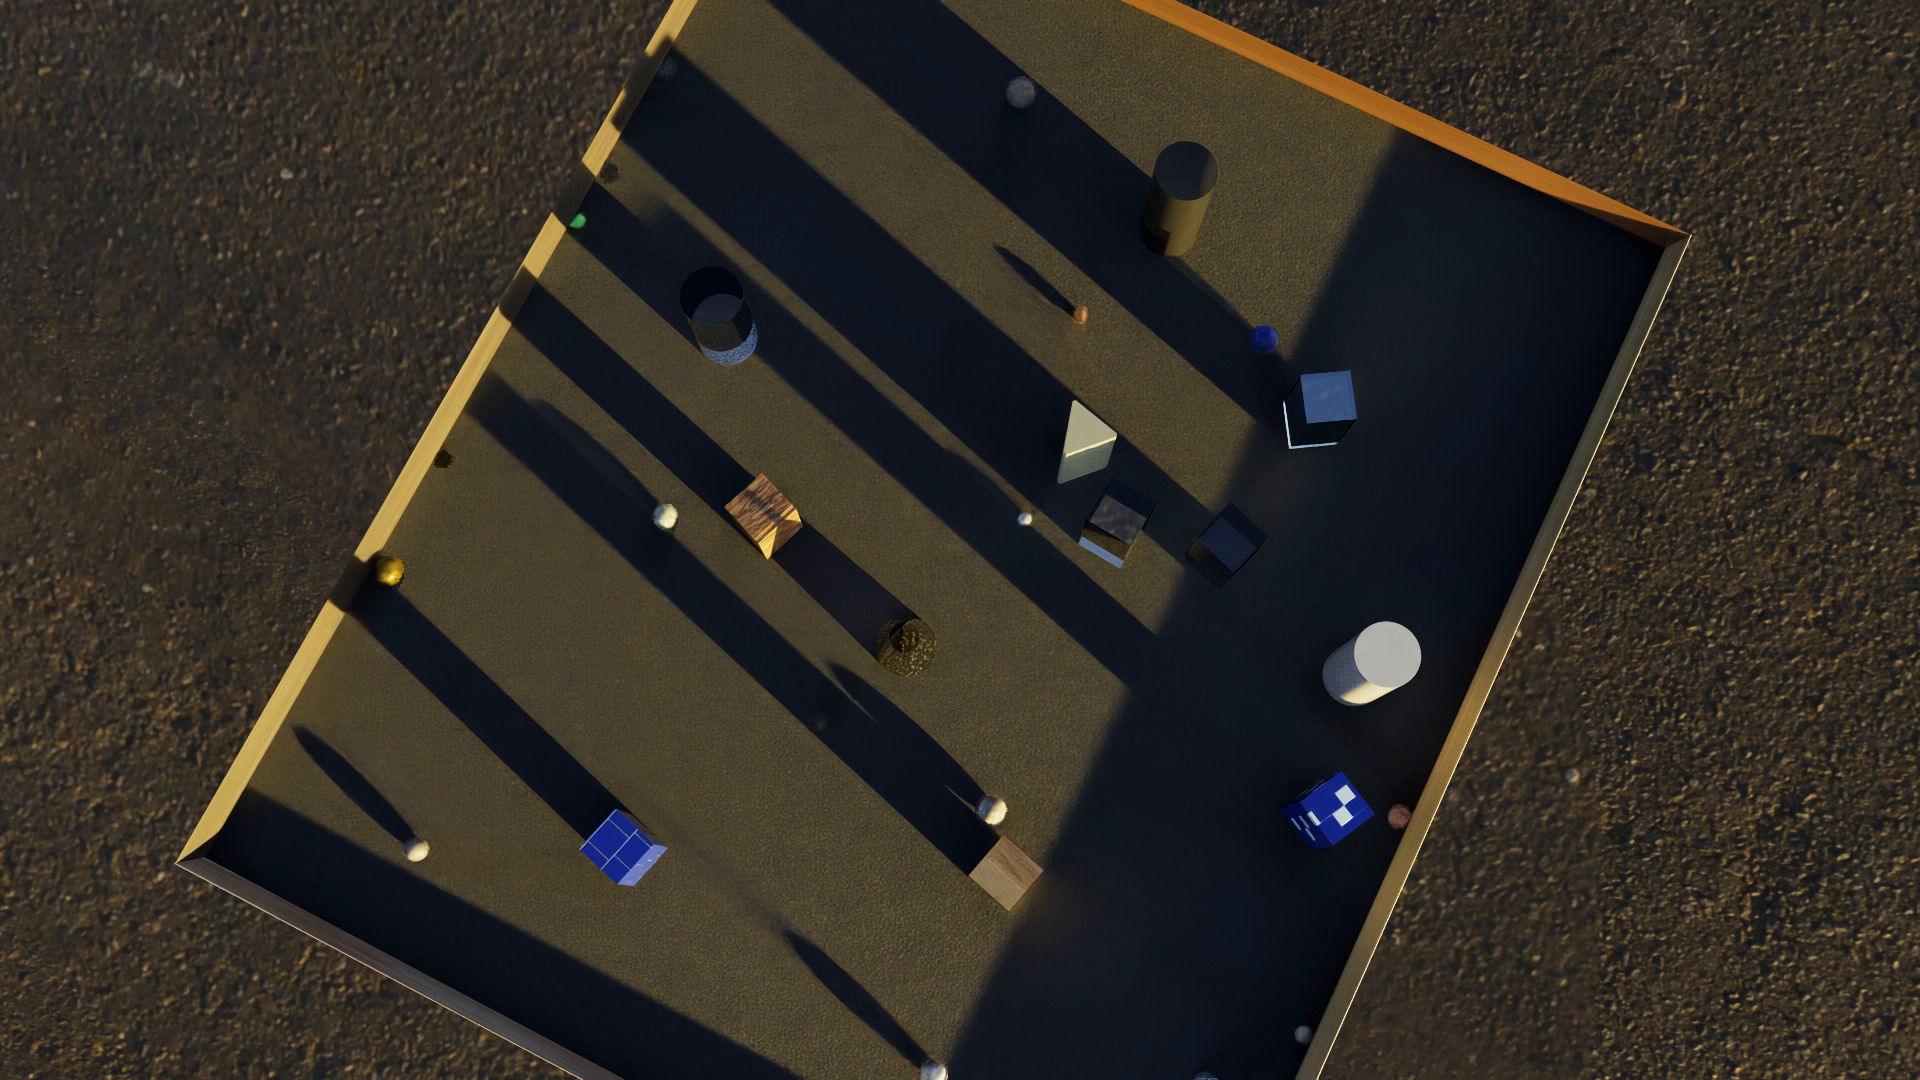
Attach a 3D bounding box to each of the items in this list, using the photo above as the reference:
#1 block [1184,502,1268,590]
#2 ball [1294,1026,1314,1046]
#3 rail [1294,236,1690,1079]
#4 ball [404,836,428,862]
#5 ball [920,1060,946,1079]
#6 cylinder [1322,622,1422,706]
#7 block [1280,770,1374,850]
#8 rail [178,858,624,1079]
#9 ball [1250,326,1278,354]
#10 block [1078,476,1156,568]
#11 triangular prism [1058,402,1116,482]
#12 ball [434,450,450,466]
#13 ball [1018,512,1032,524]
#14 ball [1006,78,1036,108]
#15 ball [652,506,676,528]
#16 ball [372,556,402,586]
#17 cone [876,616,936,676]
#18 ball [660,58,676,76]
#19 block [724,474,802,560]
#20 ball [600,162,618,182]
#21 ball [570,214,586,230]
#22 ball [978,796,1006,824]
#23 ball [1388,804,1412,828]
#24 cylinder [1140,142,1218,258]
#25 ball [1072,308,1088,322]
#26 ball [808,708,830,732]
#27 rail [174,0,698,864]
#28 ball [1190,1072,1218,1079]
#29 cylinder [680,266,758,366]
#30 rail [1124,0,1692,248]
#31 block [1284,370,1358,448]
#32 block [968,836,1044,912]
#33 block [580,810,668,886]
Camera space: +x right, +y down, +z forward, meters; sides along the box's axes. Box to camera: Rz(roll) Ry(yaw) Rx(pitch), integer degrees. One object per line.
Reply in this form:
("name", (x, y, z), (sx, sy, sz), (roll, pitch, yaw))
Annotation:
("block", (0.789, 0.021, 5.459), (0.149, 0.299, 0.149), (44, 82, 8))
("ball", (0.994, 1.430, 5.292), (0.055, 0.055, 0.055), (0, 78, 0))
("rail", (1.412, 0.698, 5.409), (0.045, 0.121, 3.753), (26, 80, 5))
("ball", (-1.600, 0.909, 5.392), (0.070, 0.070, 0.070), (0, 78, 0))
("ball", (-0.077, 1.529, 5.264), (0.072, 0.072, 0.072), (0, 78, 0))
("cylinder", (1.188, 0.364, 5.311), (0.186, 0.451, 0.186), (0, 78, 0))
("block", (1.054, 0.783, 5.282), (0.149, 0.337, 0.149), (-35, 81, -7))
("rail", (-0.829, 1.629, 5.217), (3.205, 0.121, 0.045), (26, 80, 5))
("ball", (0.946, -0.621, 5.702), (0.083, 0.083, 0.083), (0, 78, 0))
("block", (0.464, -0.048, 5.445), (0.149, 0.356, 0.149), (31, 80, 6))
("triangular prism", (0.355, -0.304, 5.491), (0.161, 0.369, 0.140), (-19, 79, -4))
("ball", (-1.594, -0.252, 5.643), (0.050, 0.050, 0.050), (0, 78, 0))
("ball", (0.199, -0.067, 5.609), (0.041, 0.041, 0.041), (0, 78, 0))
("ball", (0.194, -1.430, 5.865), (0.092, 0.092, 0.092), (0, 78, 0))
("ball", (-0.903, -0.070, 5.594), (0.072, 0.072, 0.072), (0, 78, 0))
("ball", (-1.736, 0.097, 5.550), (0.090, 0.090, 0.090), (0, 78, 0))
("cone", (-0.164, 0.284, 5.370), (0.186, 0.368, 0.186), (0, 78, 0))
("ball", (-0.943, -1.526, 5.905), (0.053, 0.053, 0.053), (0, 78, 0))
("block", (-0.587, -0.069, 5.504), (0.149, 0.247, 0.149), (-43, 81, -8))
("ball", (-1.116, -1.171, 5.828), (0.060, 0.060, 0.060), (0, 78, 0))
("ball", (-1.210, -1.009, 5.799), (0.050, 0.050, 0.050), (0, 78, 0))
("ball", (0.093, 0.797, 5.409), (0.084, 0.084, 0.084), (0, 78, 0))
("ball", (1.298, 0.816, 5.412), (0.071, 0.071, 0.071), (0, 78, 0))
("cylinder", (0.663, -1.034, 5.593), (0.186, 0.465, 0.186), (0, 78, 0))
("ball", (0.376, -0.704, 5.738), (0.046, 0.046, 0.046), (0, 78, 0))
("ball", (-0.420, 0.537, 5.472), (0.066, 0.066, 0.066), (0, 78, 0))
("rail", (-1.412, -0.685, 5.695), (0.045, 0.121, 3.753), (26, 80, 5))
("ball", (0.700, 1.570, 5.244), (0.093, 0.093, 0.093), (0, 78, 0))
("cylinder", (-0.728, -0.675, 5.558), (0.186, 0.388, 0.186), (0, 78, 0))
("rail", (0.829, -1.616, 5.888), (3.205, 0.121, 0.045), (26, 80, 5))
("block", (1.087, -0.392, 5.546), (0.149, 0.296, 0.149), (-5, 78, -1))
("block", (0.130, 0.962, 5.281), (0.149, 0.267, 0.149), (41, 81, 8))
("block", (-0.969, 0.890, 5.296), (0.149, 0.267, 0.149), (41, 81, 8))
